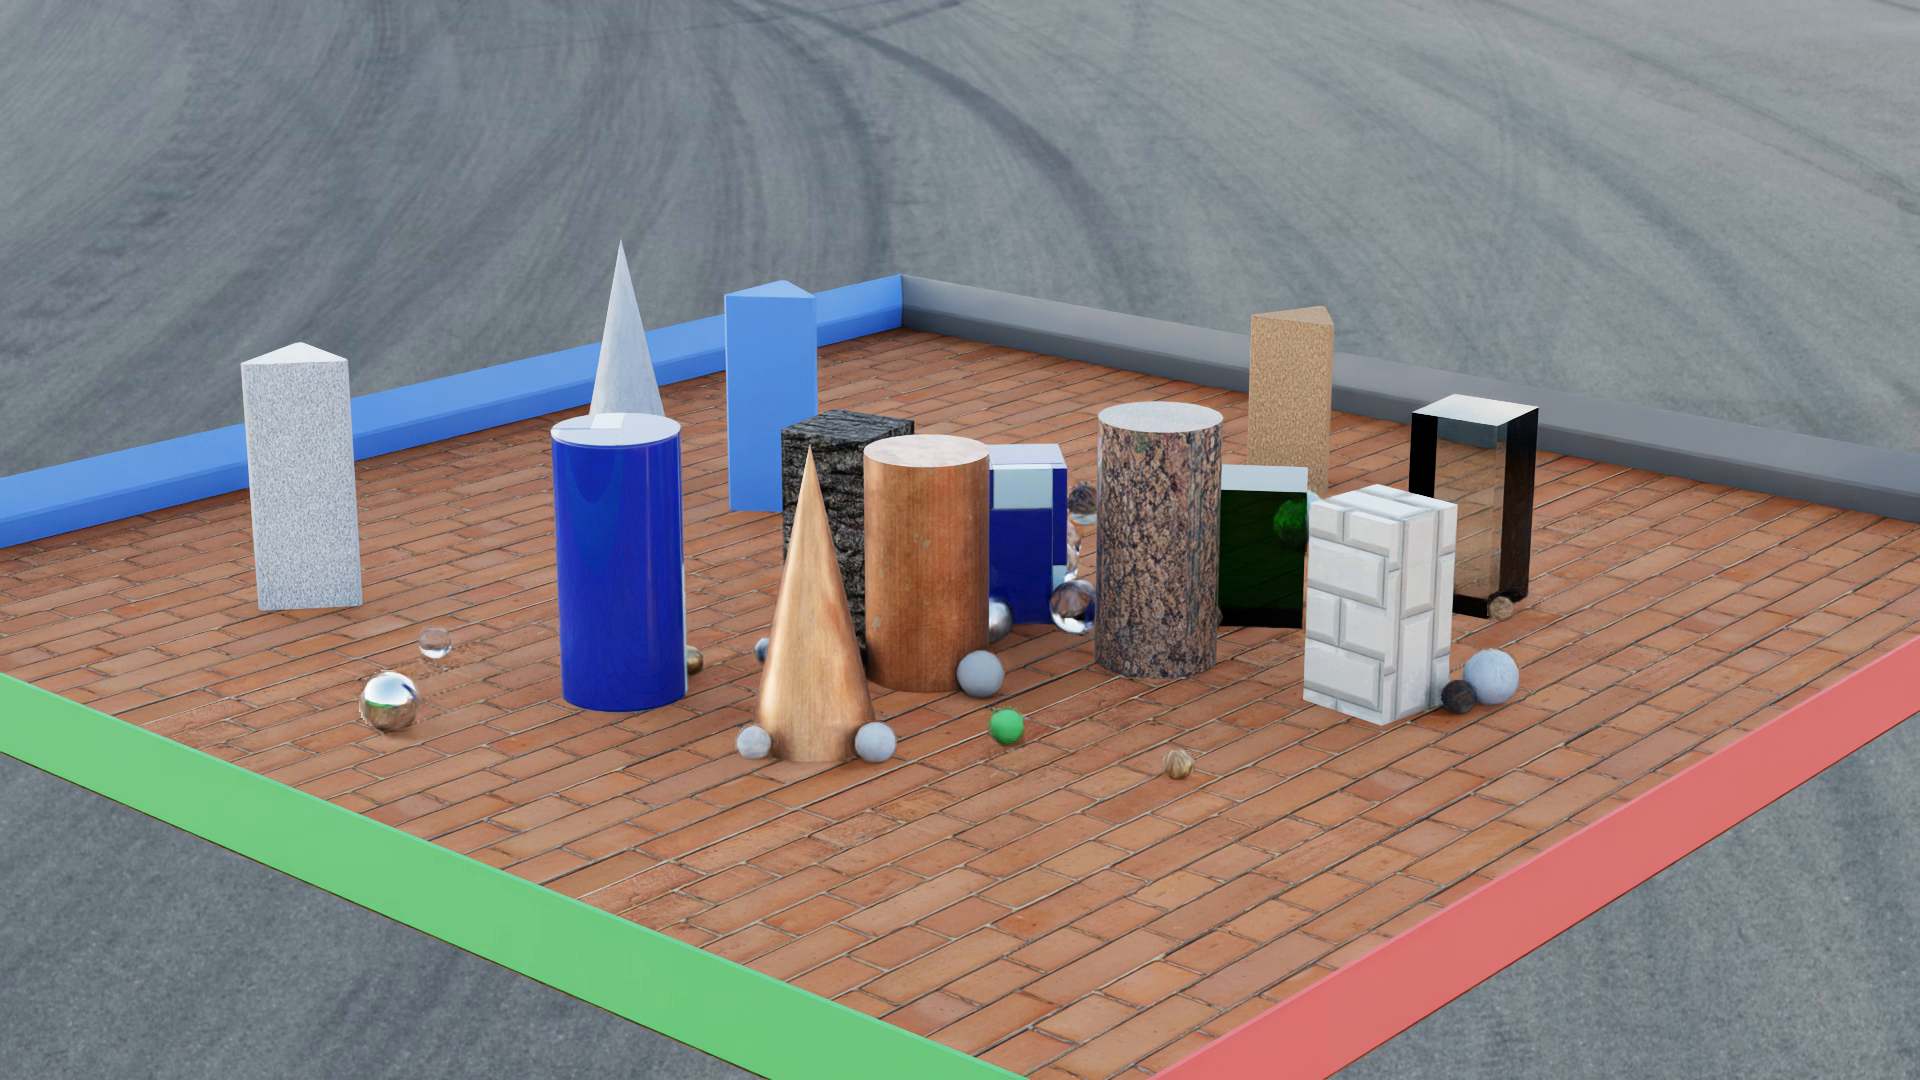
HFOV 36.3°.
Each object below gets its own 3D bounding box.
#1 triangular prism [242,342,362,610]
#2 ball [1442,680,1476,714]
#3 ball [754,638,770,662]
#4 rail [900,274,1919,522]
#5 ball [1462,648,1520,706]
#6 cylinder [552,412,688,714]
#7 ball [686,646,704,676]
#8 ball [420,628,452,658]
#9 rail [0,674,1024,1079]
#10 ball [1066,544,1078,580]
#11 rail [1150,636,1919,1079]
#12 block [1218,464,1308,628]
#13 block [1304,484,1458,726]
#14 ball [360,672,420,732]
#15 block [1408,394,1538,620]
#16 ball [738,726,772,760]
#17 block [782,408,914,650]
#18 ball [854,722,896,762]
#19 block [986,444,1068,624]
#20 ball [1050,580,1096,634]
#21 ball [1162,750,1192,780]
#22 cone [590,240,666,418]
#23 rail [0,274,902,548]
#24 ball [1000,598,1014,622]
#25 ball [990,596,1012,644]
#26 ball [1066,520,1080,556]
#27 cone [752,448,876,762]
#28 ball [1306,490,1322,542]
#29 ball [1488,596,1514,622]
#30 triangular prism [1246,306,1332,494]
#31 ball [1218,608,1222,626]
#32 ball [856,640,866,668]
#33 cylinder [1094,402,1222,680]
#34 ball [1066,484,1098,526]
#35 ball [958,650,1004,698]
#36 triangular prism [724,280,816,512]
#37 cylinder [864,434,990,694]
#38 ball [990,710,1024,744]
[{"bbox_3d":[-1.134,-0.113,5.077,0.173,0.435,0.150,-3,17,-9],"label":"triangular prism"},{"bbox_3d":[0.774,0.243,4.558,0.052,0.052,0.052,0,17,0],"label":"ball"},{"bbox_3d":[-0.315,0.180,4.785,0.042,0.042,0.042,0,17,0],"label":"ball"},{"bbox_3d":[0.987,-0.295,6.208,3.039,0.130,0.045,14,22,39],"label":"rail"},{"bbox_3d":[0.832,0.215,4.592,0.088,0.088,0.088,0,17,0],"label":"ball"},{"bbox_3d":[-0.532,0.034,4.596,0.200,0.431,0.200,0,17,0],"label":"cylinder"},{"bbox_3d":[-0.438,0.194,4.727,0.049,0.049,0.049,0,17,0],"label":"ball"},{"bbox_3d":[-0.860,0.169,4.806,0.052,0.052,0.052,0,17,0],"label":"ball"},{"bbox_3d":[-0.987,0.360,4.031,3.039,0.130,0.045,14,22,39],"label":"rail"},{"bbox_3d":[0.166,0.043,5.166,0.086,0.086,0.086,0,17,0],"label":"ball"},{"bbox_3d":[1.130,0.315,4.181,0.045,0.130,3.058,14,22,39],"label":"rail"},{"bbox_3d":[0.509,0.010,5.008,0.160,0.240,0.160,2,17,7],"label":"block"},{"bbox_3d":[0.654,0.099,4.569,0.160,0.323,0.160,-15,22,-40],"label":"block"},{"bbox_3d":[-0.870,0.247,4.480,0.090,0.090,0.090,0,17,0],"label":"ball"},{"bbox_3d":[0.882,-0.060,5.063,0.160,0.341,0.160,12,20,34],"label":"block"},{"bbox_3d":[-0.306,0.303,4.364,0.051,0.051,0.051,0,17,0],"label":"ball"},{"bbox_3d":[-0.185,-0.019,4.898,0.160,0.358,0.160,9,19,29],"label":"block"},{"bbox_3d":[-0.126,0.301,4.353,0.060,0.060,0.060,0,17,0],"label":"ball"},{"bbox_3d":[0.094,-0.011,5.016,0.160,0.274,0.160,-1,17,-4],"label":"block"},{"bbox_3d":[0.196,0.112,4.927,0.091,0.091,0.091,0,17,0],"label":"ball"},{"bbox_3d":[0.319,0.328,4.290,0.044,0.044,0.044,0,17,0],"label":"ball"},{"bbox_3d":[-0.670,-0.369,5.859,0.200,0.474,0.200,0,17,0],"label":"cone"},{"bbox_3d":[-1.130,-0.250,6.059,0.045,0.130,3.058,14,22,39],"label":"rail"},{"bbox_3d":[0.063,0.125,4.941,0.057,0.057,0.057,0,17,0],"label":"ball"},{"bbox_3d":[0.046,0.133,4.875,0.081,0.081,0.081,0,17,0],"label":"ball"},{"bbox_3d":[0.168,0.006,5.267,0.098,0.098,0.098,0,17,0],"label":"ball"},{"bbox_3d":[-0.221,0.080,4.389,0.200,0.463,0.200,0,17,0],"label":"cone"},{"bbox_3d":[0.631,-0.044,5.429,0.100,0.100,0.100,0,17,0],"label":"ball"},{"bbox_3d":[0.922,0.117,4.993,0.042,0.042,0.042,0,17,0],"label":"ball"},{"bbox_3d":[0.683,-0.284,5.814,0.173,0.338,0.150,10,19,29],"label":"triangular prism"},{"bbox_3d":[0.422,0.130,4.950,0.042,0.042,0.042,0,17,0],"label":"ball"},{"bbox_3d":[-0.183,0.190,4.710,0.067,0.067,0.067,0,17,0],"label":"ball"},{"bbox_3d":[0.321,-0.001,4.750,0.200,0.410,0.200,0,17,0],"label":"cylinder"},{"bbox_3d":[0.240,-0.066,5.541,0.077,0.077,0.077,0,17,0],"label":"ball"},{"bbox_3d":[0.033,0.211,4.626,0.074,0.074,0.074,0,17,0],"label":"ball"},{"bbox_3d":[-0.350,-0.279,5.652,0.173,0.421,0.150,2,17,6],"label":"triangular prism"},{"bbox_3d":[-0.053,0.036,4.691,0.200,0.372,0.200,0,17,0],"label":"cylinder"},{"bbox_3d":[0.070,0.282,4.428,0.053,0.053,0.053,0,17,0],"label":"ball"}]
